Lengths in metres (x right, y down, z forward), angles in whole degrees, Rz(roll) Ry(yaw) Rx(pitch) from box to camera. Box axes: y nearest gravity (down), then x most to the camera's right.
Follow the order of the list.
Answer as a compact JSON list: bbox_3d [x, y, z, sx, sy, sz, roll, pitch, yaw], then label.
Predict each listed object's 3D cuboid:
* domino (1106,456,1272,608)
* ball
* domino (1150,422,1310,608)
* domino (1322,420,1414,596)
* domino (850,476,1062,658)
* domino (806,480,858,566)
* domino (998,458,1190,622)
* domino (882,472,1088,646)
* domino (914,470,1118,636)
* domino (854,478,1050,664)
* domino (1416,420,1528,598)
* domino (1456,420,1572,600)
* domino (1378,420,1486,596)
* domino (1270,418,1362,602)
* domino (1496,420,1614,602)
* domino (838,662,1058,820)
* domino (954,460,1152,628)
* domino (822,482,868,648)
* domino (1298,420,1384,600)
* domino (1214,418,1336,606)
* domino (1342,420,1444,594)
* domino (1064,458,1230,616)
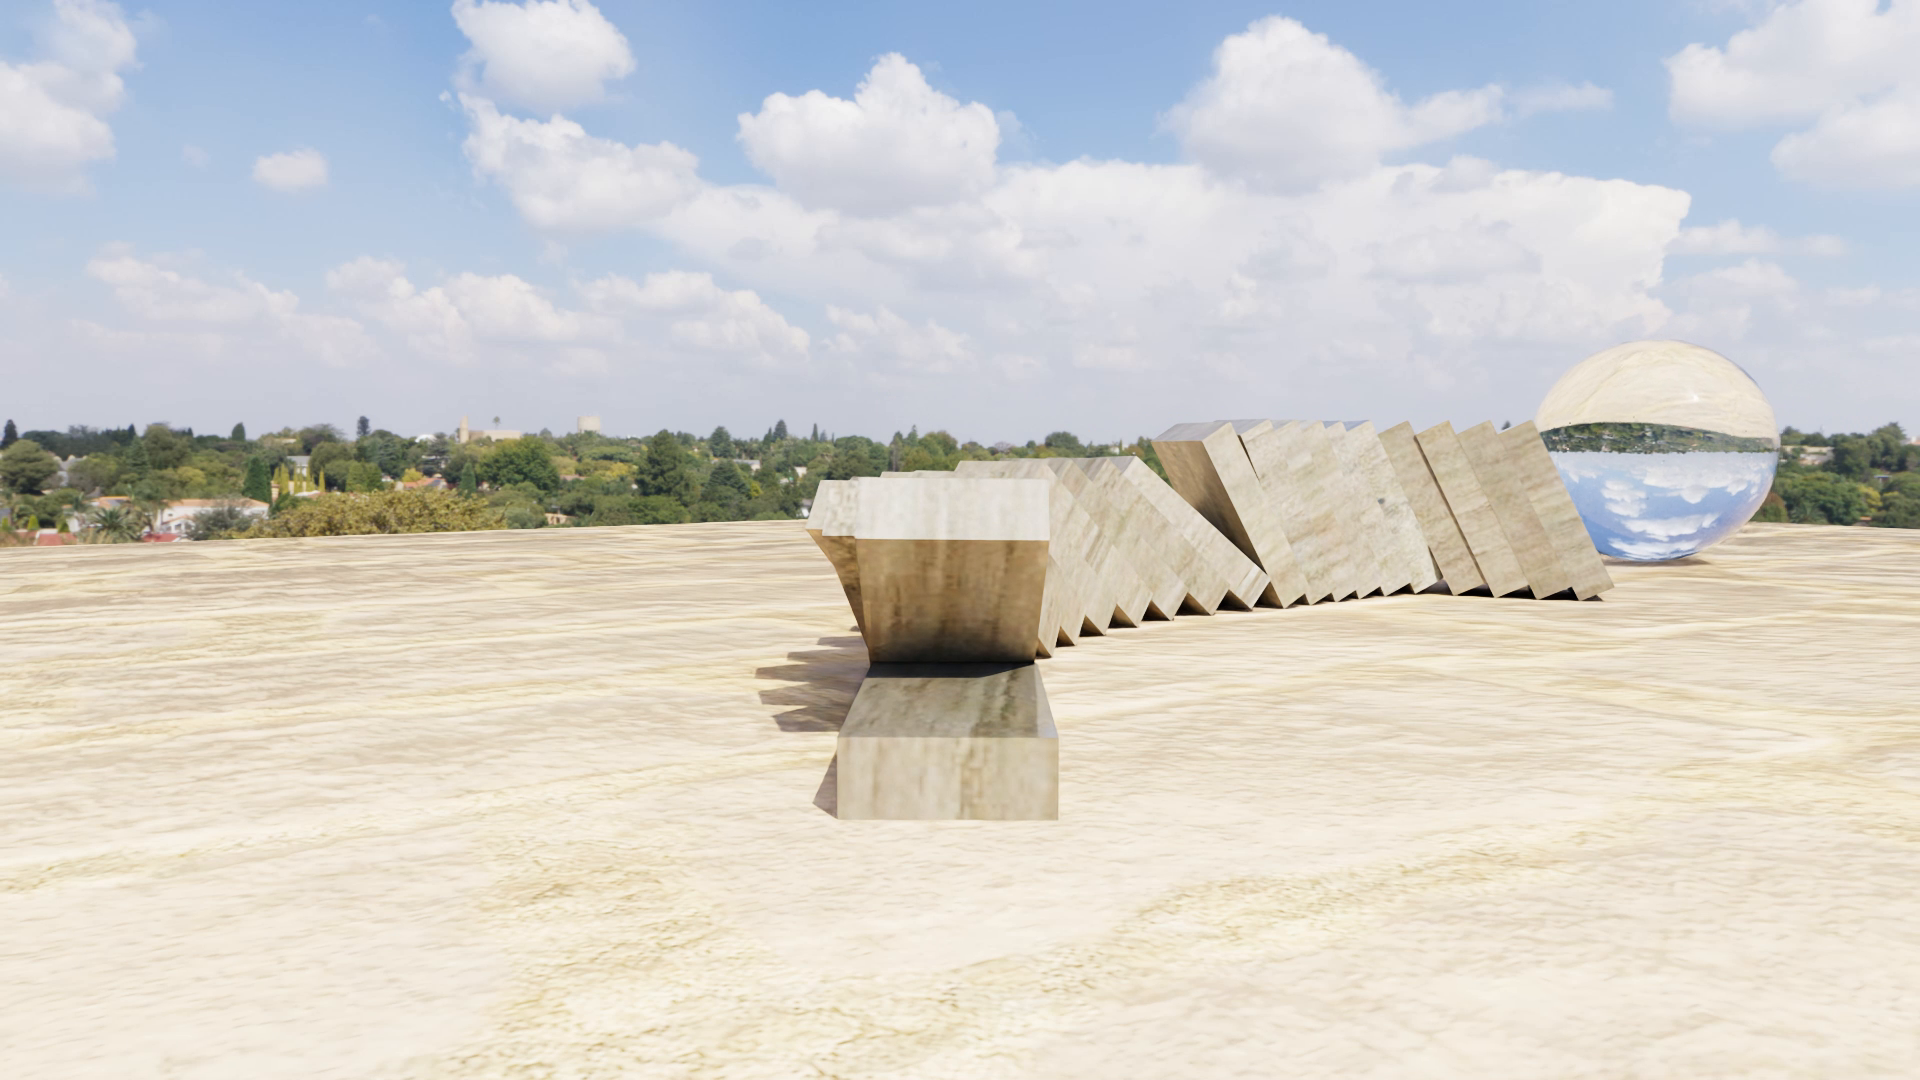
[{"bbox_3d":[0.054,-0.002,0.330,0.050,0.010,0.025,40,-12,-18],"label":"domino"},{"bbox_3d":[0.248,-0.032,0.461,0.080,0.080,0.080,0,4,0],"label":"ball"},{"bbox_3d":[0.071,-0.007,0.337,0.009,0.050,0.025,-34,15,-17],"label":"domino"},{"bbox_3d":[0.109,-0.009,0.367,0.010,0.050,0.025,-28,8,-7],"label":"domino"},{"bbox_3d":[-0.001,0.006,0.244,0.025,0.009,0.050,2,-30,26],"label":"domino"},{"bbox_3d":[-0.005,0.007,0.227,0.025,0.010,0.050,2,-30,22],"label":"domino"},{"bbox_3d":[0.030,0.000,0.307,0.050,0.010,0.025,44,-22,-31],"label":"domino"},{"bbox_3d":[0.005,0.004,0.261,0.025,0.009,0.050,3,-31,31],"label":"domino"},{"bbox_3d":[0.011,0.003,0.278,0.025,0.010,0.050,4,-30,39],"label":"domino"},{"bbox_3d":[-0.001,0.009,0.188,0.025,0.010,0.050,1,-32,0],"label":"domino"},{"bbox_3d":[0.145,-0.009,0.366,0.010,0.050,0.025,-26,-5,19],"label":"domino"},{"bbox_3d":[0.155,-0.009,0.362,0.010,0.050,0.025,-26,-5,19],"label":"domino"},{"bbox_3d":[0.136,-0.010,0.371,0.010,0.050,0.025,-26,-5,19],"label":"domino"},{"bbox_3d":[0.090,-0.008,0.352,0.010,0.050,0.025,-29,14,-17],"label":"domino"},{"bbox_3d":[0.165,-0.009,0.359,0.010,0.050,0.025,-26,-5,19],"label":"domino"},{"bbox_3d":[-0.001,0.025,0.170,0.025,0.009,0.050,0,4,1],"label":"domino"},{"bbox_3d":[0.021,0.001,0.292,0.025,0.010,0.050,4,-33,45],"label":"domino"},{"bbox_3d":[-0.004,0.008,0.207,0.025,0.009,0.050,0,-32,8],"label":"domino"},{"bbox_3d":[0.098,-0.009,0.359,0.010,0.050,0.025,-29,14,-17],"label":"domino"},{"bbox_3d":[0.081,-0.008,0.345,0.010,0.050,0.025,-29,14,-17],"label":"domino"},{"bbox_3d":[0.120,-0.010,0.372,0.010,0.050,0.025,-28,6,-5],"label":"domino"},{"bbox_3d":[0.042,-0.001,0.318,0.050,0.009,0.025,42,-17,-26],"label":"domino"}]
